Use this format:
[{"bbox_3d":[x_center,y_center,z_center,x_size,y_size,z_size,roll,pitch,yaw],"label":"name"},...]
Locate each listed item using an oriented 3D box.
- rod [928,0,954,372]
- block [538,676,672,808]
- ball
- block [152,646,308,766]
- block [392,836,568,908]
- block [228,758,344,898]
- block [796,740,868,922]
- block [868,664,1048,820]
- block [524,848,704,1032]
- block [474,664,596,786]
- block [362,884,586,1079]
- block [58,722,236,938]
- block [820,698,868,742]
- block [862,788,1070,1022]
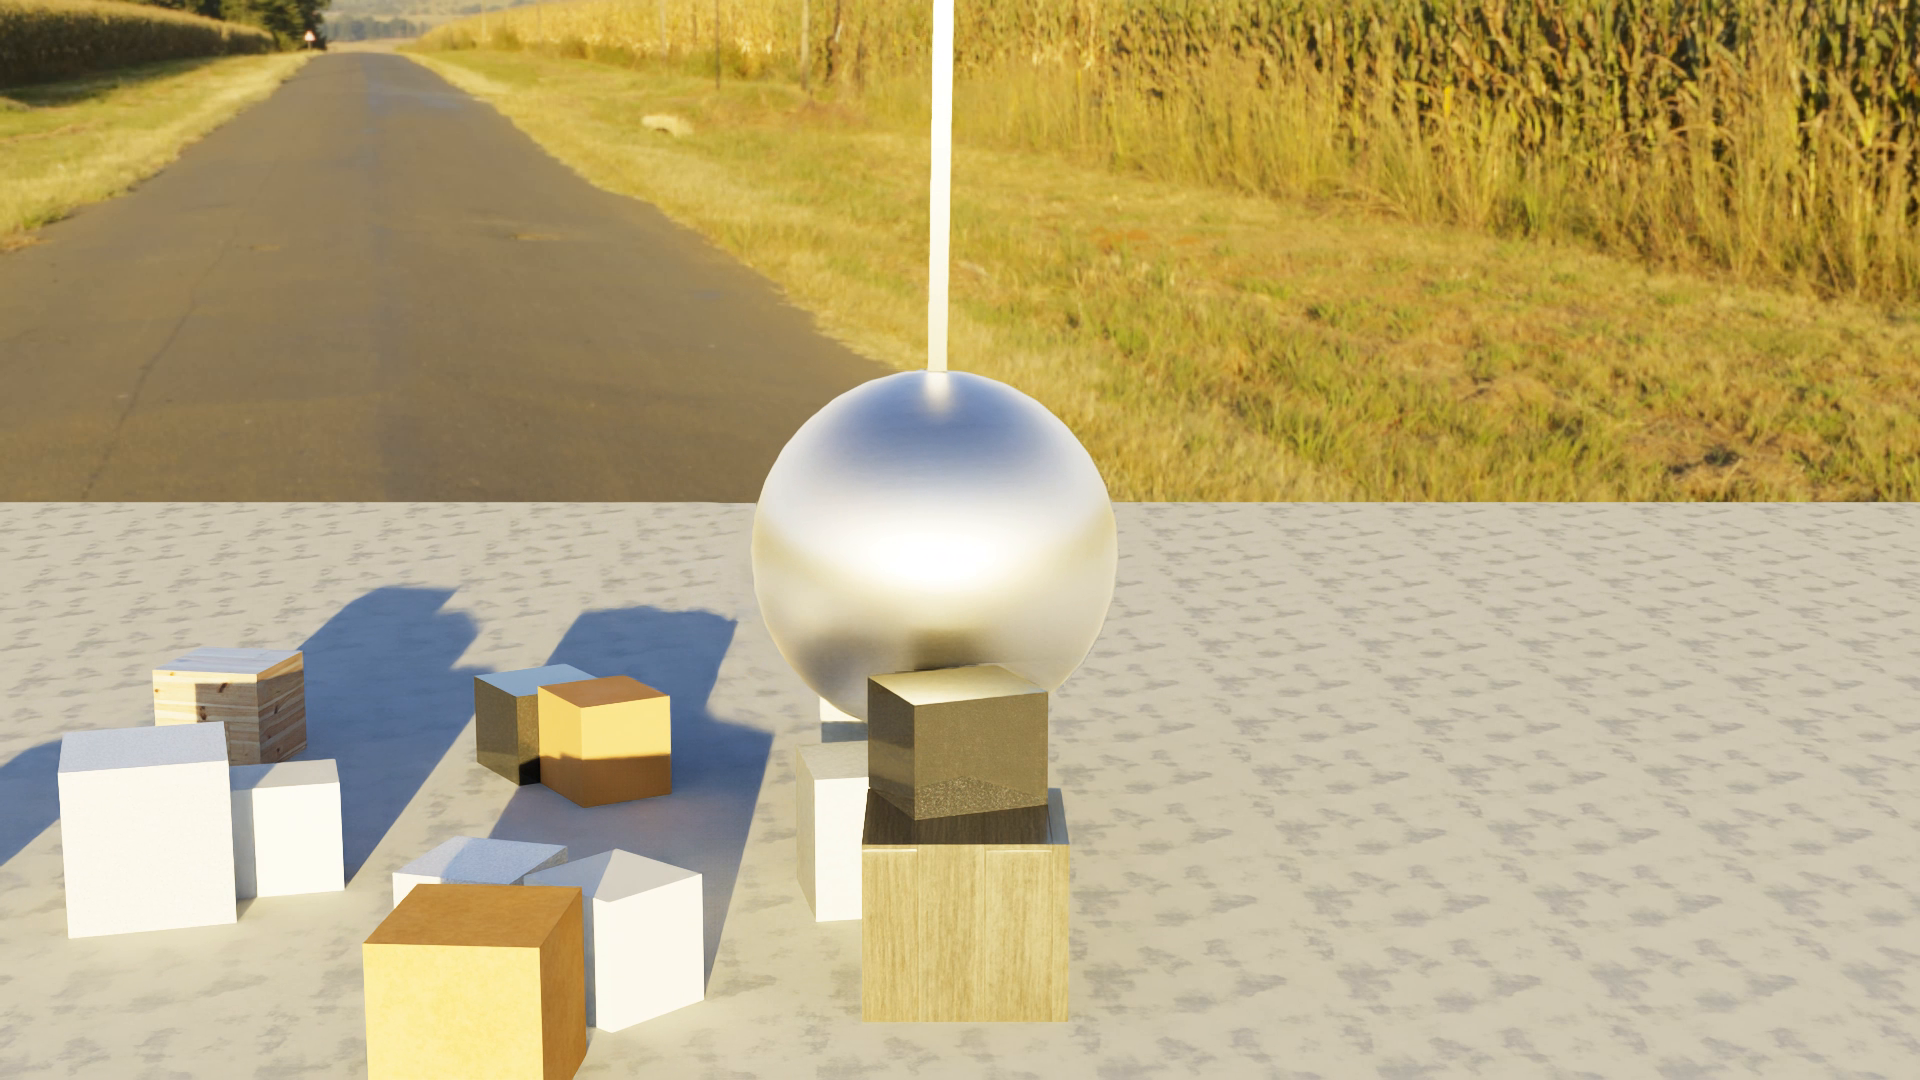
[{"bbox_3d":[-0.049,-3.288,10.582,0.080,5.200,0.080,1,10,0],"label":"rod"},{"bbox_3d":[-1.763,0.992,12.720,0.470,0.498,0.527,-6,12,-31],"label":"block"},{"bbox_3d":[-0.113,0.056,11.191,1.600,1.600,1.600,0,10,0],"label":"ball"},{"bbox_3d":[-3.770,0.878,13.272,0.562,0.524,0.547,2,10,10],"label":"block"},{"bbox_3d":[-1.885,1.481,10.146,0.494,0.455,0.516,3,11,16],"label":"block"},{"bbox_3d":[-2.961,1.263,11.267,0.460,0.483,0.409,-3,11,-16],"label":"block"},{"bbox_3d":[-0.323,1.235,11.058,0.689,0.613,0.592,-2,11,-11],"label":"block"},{"bbox_3d":[-0.013,0.788,10.105,0.558,0.453,0.507,-4,11,-22],"label":"block"},{"bbox_3d":[-1.320,1.520,9.799,0.489,0.502,0.464,9,14,41],"label":"block"},{"bbox_3d":[-2.134,0.938,13.128,0.511,0.457,0.539,-7,12,-33],"label":"block"},{"bbox_3d":[-1.677,1.609,8.946,0.600,0.634,0.656,1,10,4],"label":"block"},{"bbox_3d":[-3.451,1.217,10.910,0.665,0.701,0.689,-3,11,-17],"label":"block"},{"bbox_3d":[-0.184,0.896,12.353,0.789,0.818,0.827,2,10,11],"label":"block"},{"bbox_3d":[0.018,1.400,9.936,0.771,0.691,0.765,0,10,0],"label":"block"}]
